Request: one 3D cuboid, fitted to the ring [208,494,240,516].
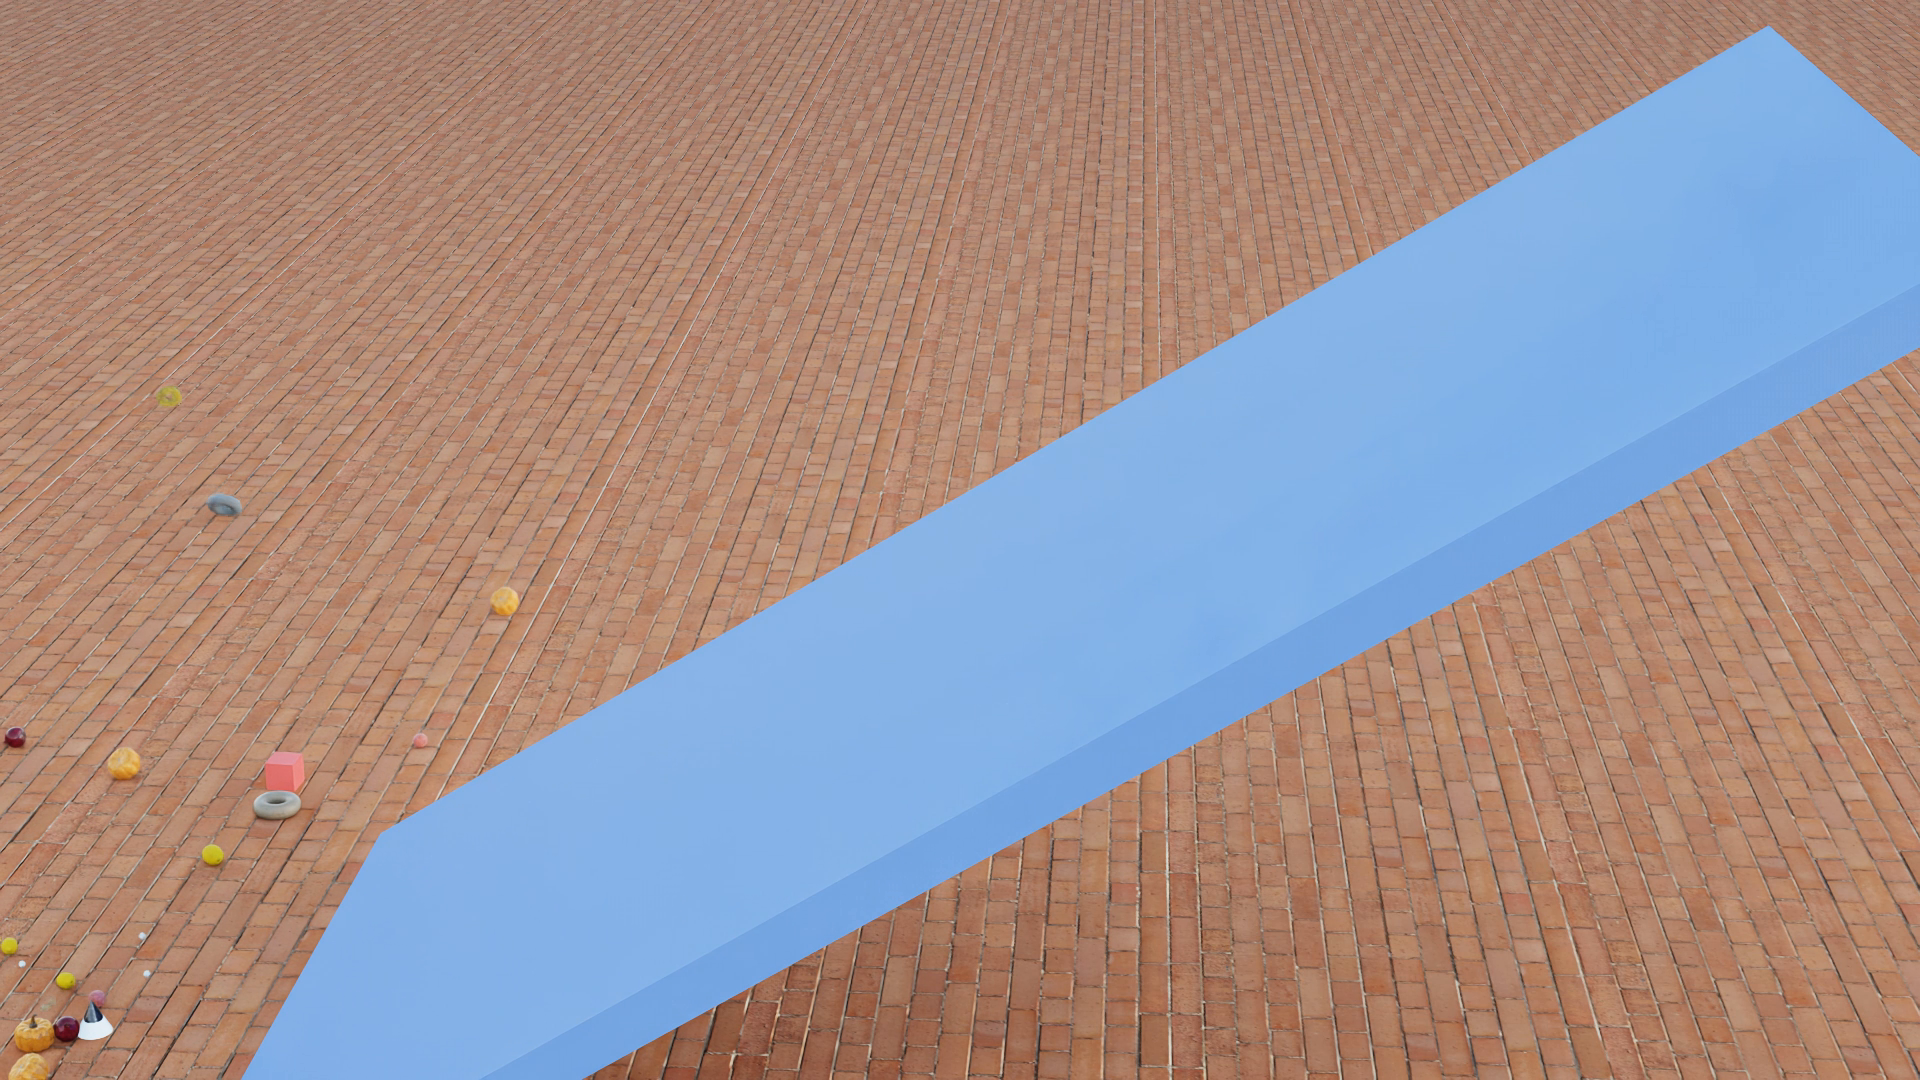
[{"bbox_3d":[-2.565,-0.122,10.251,0.118,0.118,0.039,2,62,6],"label":"ring"}]

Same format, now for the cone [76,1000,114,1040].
[{"bbox_3d":[-2.020,1.108,6.853,0.082,0.082,0.082,0,20,0],"label":"cone"}]

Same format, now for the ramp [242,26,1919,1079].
[{"bbox_3d":[0.141,0.169,6.292,4.000,0.100,2.000,-30,15,13],"label":"ramp"}]

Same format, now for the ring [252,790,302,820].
[{"bbox_3d":[-1.855,0.720,7.989,0.129,0.043,0.129,1,21,0],"label":"ring"}]

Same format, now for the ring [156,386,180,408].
[{"bbox_3d":[-3.089,-0.558,11.472,0.093,0.093,0.031,-9,37,-23],"label":"ring"}]

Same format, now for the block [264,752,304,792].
[{"bbox_3d":[-1.871,0.642,8.151,0.080,0.080,0.080,3,20,8],"label":"block"}]
